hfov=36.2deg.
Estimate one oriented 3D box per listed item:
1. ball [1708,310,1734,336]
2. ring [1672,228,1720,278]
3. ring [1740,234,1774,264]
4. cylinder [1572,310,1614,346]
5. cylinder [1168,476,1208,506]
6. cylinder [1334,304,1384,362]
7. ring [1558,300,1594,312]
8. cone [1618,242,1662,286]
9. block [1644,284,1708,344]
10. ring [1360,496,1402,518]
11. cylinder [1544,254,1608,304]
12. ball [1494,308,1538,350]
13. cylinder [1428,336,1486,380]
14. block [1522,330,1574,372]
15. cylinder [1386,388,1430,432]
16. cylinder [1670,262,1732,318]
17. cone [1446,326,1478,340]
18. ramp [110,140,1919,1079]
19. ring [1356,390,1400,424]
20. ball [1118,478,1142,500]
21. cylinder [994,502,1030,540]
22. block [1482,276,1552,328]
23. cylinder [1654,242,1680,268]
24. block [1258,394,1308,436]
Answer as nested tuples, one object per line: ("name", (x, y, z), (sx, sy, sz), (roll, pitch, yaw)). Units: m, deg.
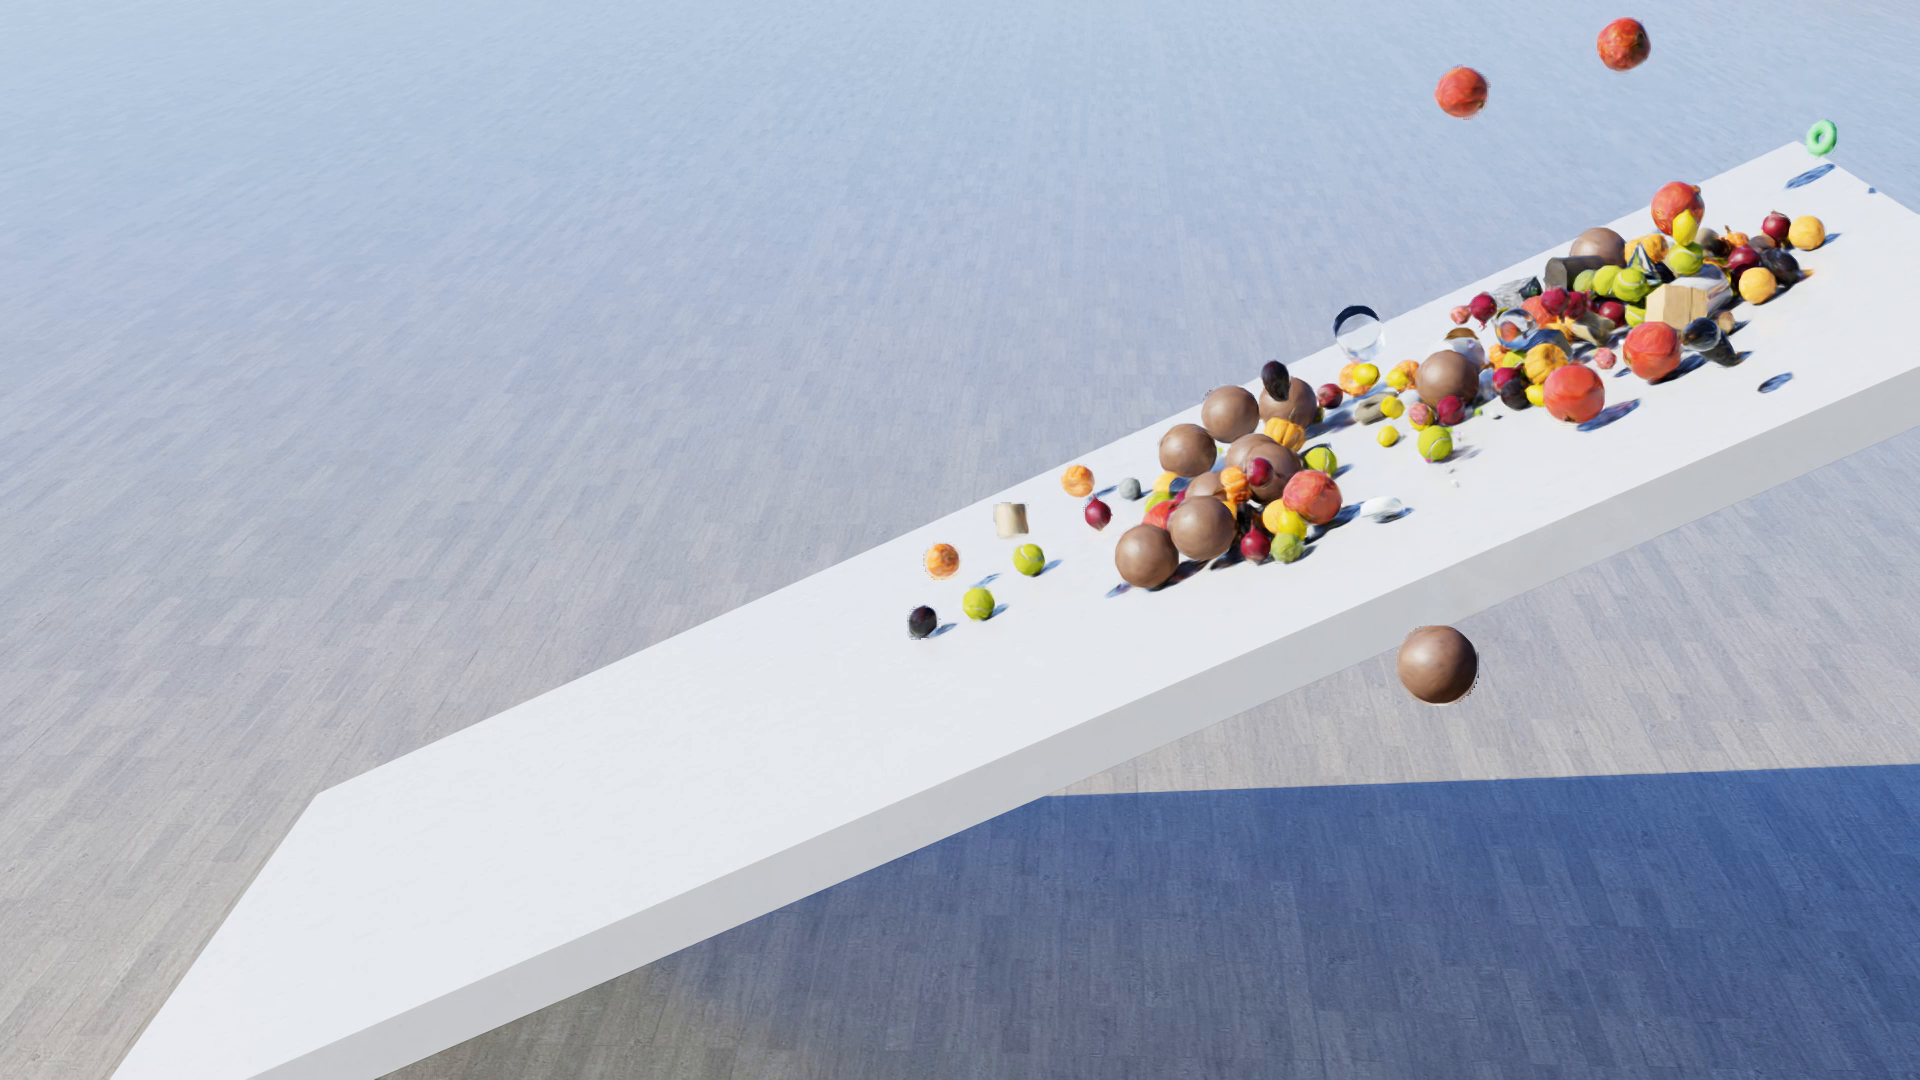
("ball", (1.480, -0.423, 5.716), (0.051, 0.051, 0.051), (0, 16, 0))
("ring", (1.528, -0.591, 6.104), (0.126, 0.126, 0.042), (-15, 45, -43))
("ring", (1.643, -0.599, 6.062), (0.077, 0.077, 0.026), (-7, 53, -25))
("cylinder", (1.297, -0.434, 6.022), (0.060, 0.060, 0.060), (-15, 33, -42))
("cylinder", (0.490, -0.105, 6.313), (0.059, 0.059, 0.059), (-11, 11, -33))
("cylinder", (0.865, -0.446, 6.368), (0.100, 0.100, 0.100), (4, -13, 15))
("ring", (1.348, -0.527, 6.416), (0.094, 0.031, 0.094), (-25, 12, 6))
("cone", (1.393, -0.571, 6.026), (0.089, 0.089, 0.089), (0, -4, 0))
("block", (1.390, -0.438, 5.713), (0.087, 0.087, 0.087), (8, -13, -9))
("ring", (0.799, -0.061, 5.580), (0.081, 0.027, 0.081), (-6, -16, -2))
("cylinder", (1.324, -0.561, 6.322), (0.099, 0.099, 0.099), (-6, 17, -19))
("ball", (1.139, -0.431, 6.018), (0.088, 0.088, 0.088), (0, 16, 0))
("cylinder", (1.042, -0.380, 6.172), (0.085, 0.085, 0.085), (-9, 18, -36))
("block", (1.195, -0.385, 5.972), (0.061, 0.061, 0.061), (-48, 29, -24))
("cylinder", (0.932, -0.271, 6.117), (0.066, 0.066, 0.066), (11, 35, 33))
("cylinder", (1.472, -0.489, 5.881), (0.098, 0.098, 0.098), (-31, 28, -23))
("cone", (1.064, -0.416, 6.326), (0.079, 0.079, 0.079), (-4, -1, -13))
("ramp", (0.135, 0.169, 6.282), (4.000, 0.100, 2.000), (-24, 13, 9))
("ring", (0.897, -0.285, 6.306), (0.106, 0.035, 0.106), (-27, 16, 8))
("ball", (0.381, -0.115, 6.586), (0.051, 0.051, 0.051), (0, 16, 0))
("cylinder", (0.103, -0.037, 5.862), (0.063, 0.063, 0.063), (-7, -7, -1))
("block", (1.222, -0.510, 6.447), (0.094, 0.094, 0.094), (-14, 17, 41))
("cylinder", (1.533, -0.613, 6.353), (0.052, 0.052, 0.052), (9, -1, 30))
("block", (0.718, -0.279, 6.549), (0.066, 0.066, 0.066), (-33, 10, -27))
